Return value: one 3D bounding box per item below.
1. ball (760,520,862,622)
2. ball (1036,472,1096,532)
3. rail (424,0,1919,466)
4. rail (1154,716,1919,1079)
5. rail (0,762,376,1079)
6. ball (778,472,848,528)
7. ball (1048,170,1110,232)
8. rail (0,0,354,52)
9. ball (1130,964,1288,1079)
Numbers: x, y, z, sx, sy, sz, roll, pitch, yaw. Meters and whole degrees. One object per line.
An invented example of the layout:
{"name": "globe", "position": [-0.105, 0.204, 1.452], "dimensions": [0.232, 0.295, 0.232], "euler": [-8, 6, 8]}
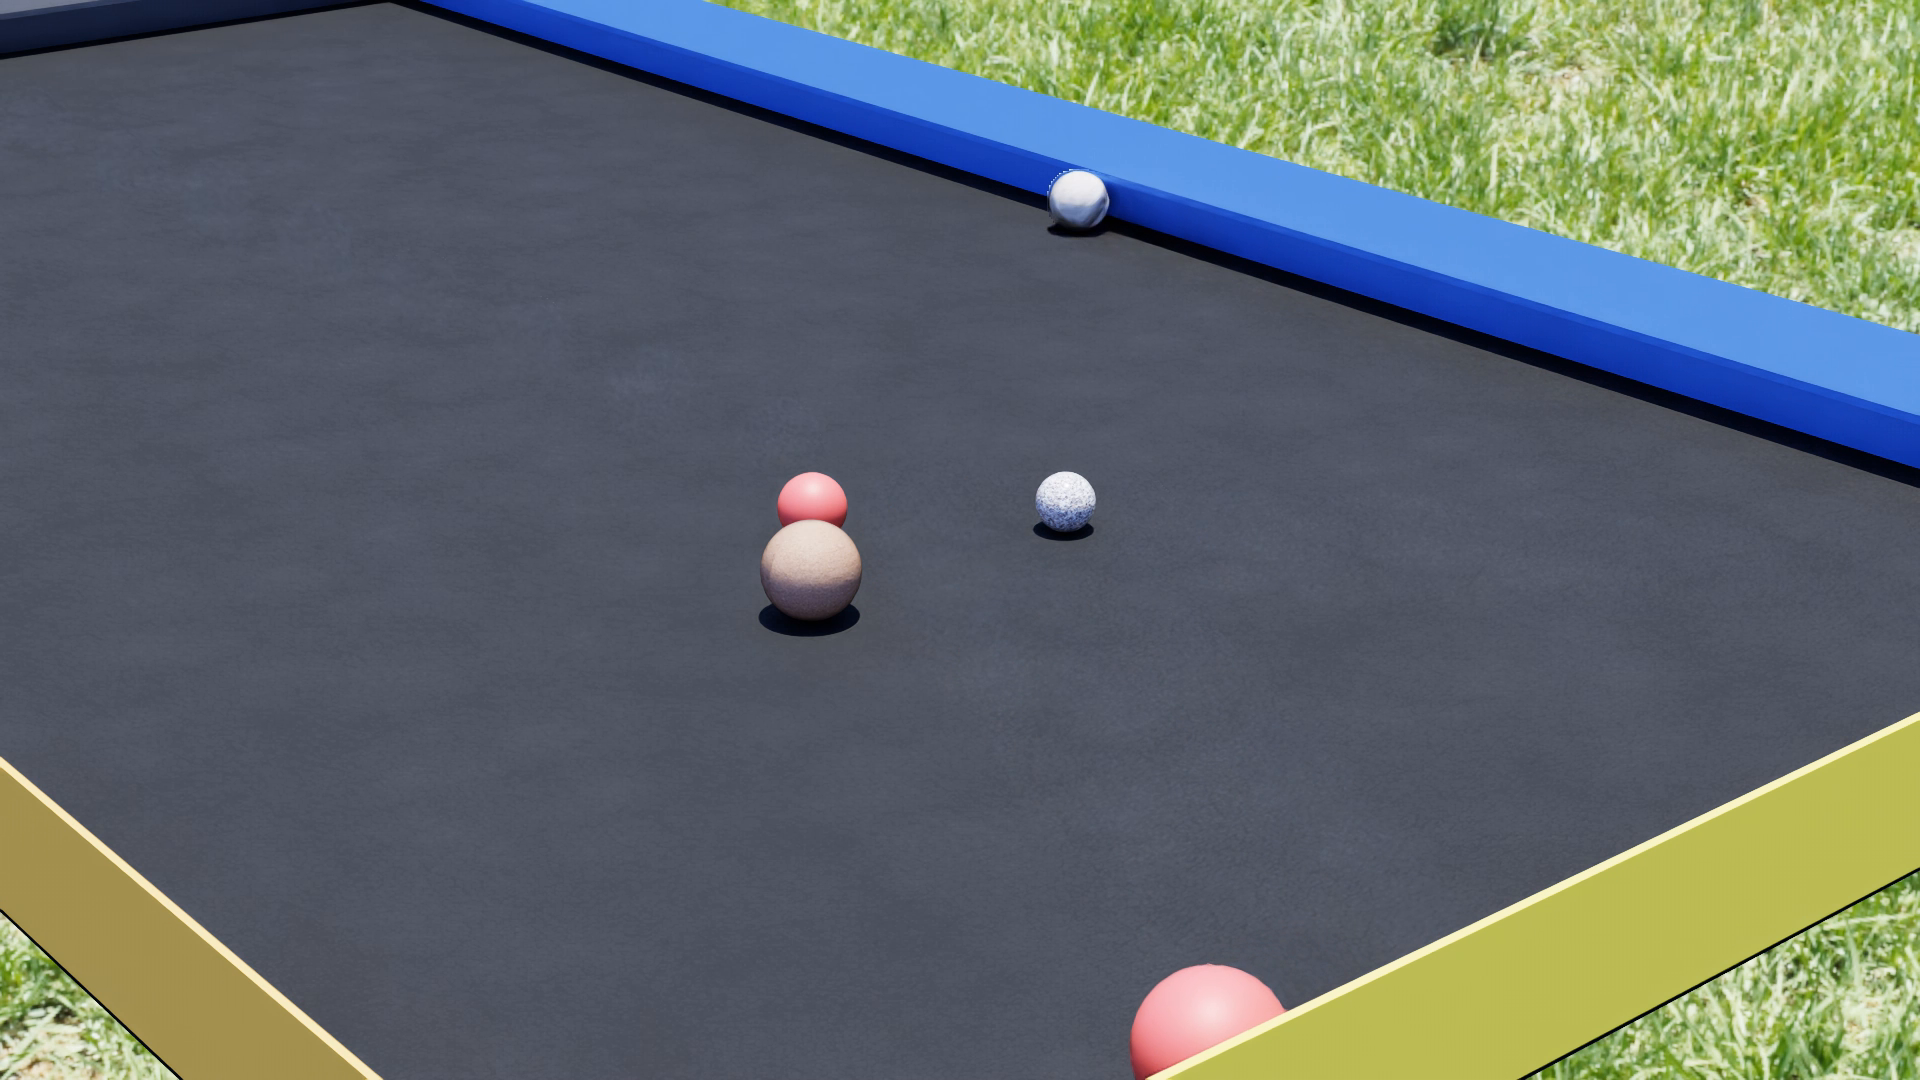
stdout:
{"name": "ball", "position": [-0.121, 0.025, 2.394], "dimensions": [0.083, 0.083, 0.083], "euler": [0, 22, 0]}
{"name": "ball", "position": [0.093, -0.033, 2.577], "dimensions": [0.054, 0.054, 0.054], "euler": [0, 22, 0]}
{"name": "rail", "position": [0.122, -0.460, 3.535], "dimensions": [0.045, 0.124, 3.258], "euler": [-17, 28, -36]}
{"name": "rail", "position": [0.504, 0.203, 1.897], "dimensions": [1.712, 0.124, 0.045], "euler": [-17, 28, -36]}
{"name": "rail", "position": [-1.161, -0.062, 2.551], "dimensions": [0.045, 0.124, 3.258], "euler": [-17, 28, -36]}
{"name": "ball", "position": [-0.128, -0.028, 2.554], "dimensions": [0.061, 0.061, 0.061], "euler": [0, 22, 0]}
{"name": "ball", "position": [0.140, -0.398, 3.454], "dimensions": [0.071, 0.071, 0.071], "euler": [0, 22, 0]}
{"name": "rail", "position": [-1.543, -0.725, 4.189], "dimensions": [1.712, 0.124, 0.045], "euler": [-17, 28, -36]}
{"name": "ball", "position": [0.147, 0.295, 1.711], "dimensions": [0.095, 0.095, 0.095], "euler": [0, 22, 0]}
